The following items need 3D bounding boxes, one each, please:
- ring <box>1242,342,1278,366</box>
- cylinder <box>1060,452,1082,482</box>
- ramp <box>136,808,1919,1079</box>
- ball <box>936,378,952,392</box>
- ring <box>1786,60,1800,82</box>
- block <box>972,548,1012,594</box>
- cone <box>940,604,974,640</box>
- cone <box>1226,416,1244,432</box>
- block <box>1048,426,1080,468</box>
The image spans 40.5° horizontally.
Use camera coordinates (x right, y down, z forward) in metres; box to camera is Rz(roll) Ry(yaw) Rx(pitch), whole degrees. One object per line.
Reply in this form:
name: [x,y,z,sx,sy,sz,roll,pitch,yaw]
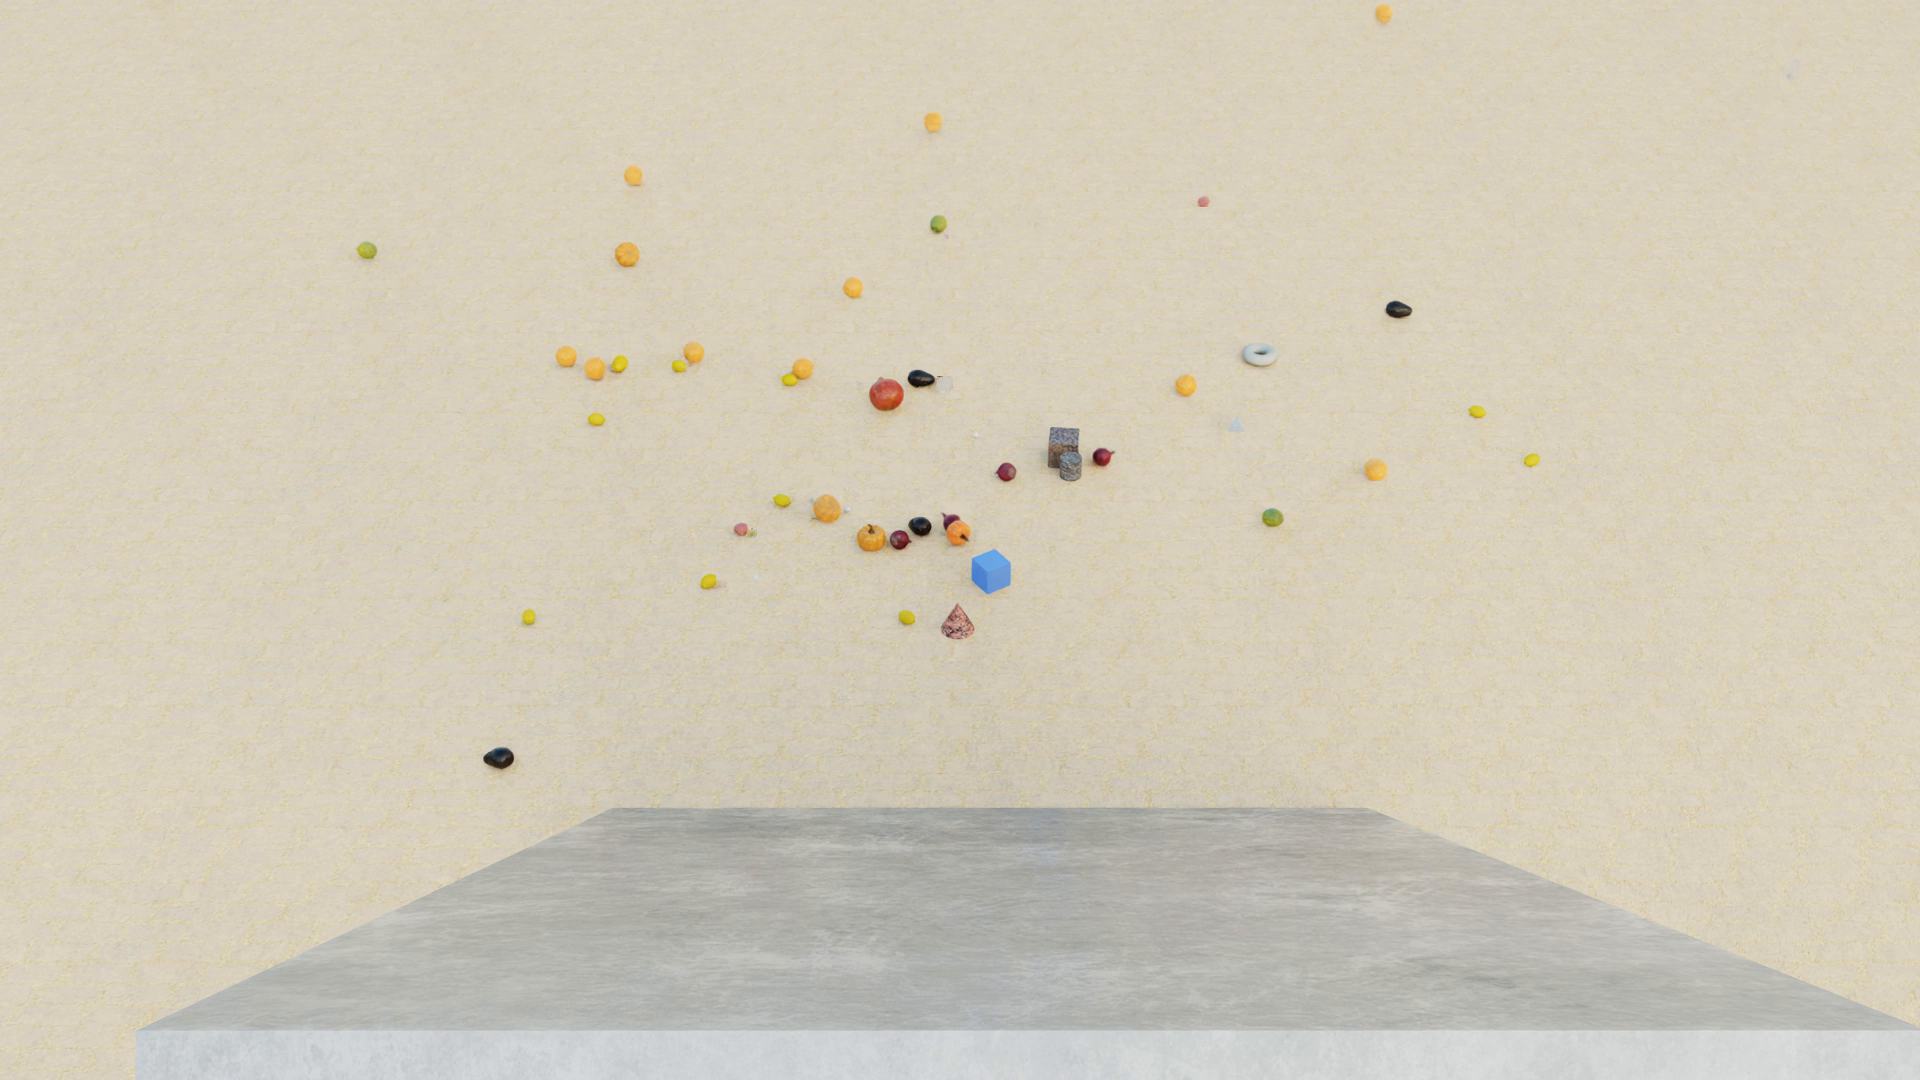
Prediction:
ring: [1.016,-0.629,8.814,0.117,0.039,0.117,1,36,-1]
cylinder: [0.352,-0.234,8.252,0.069,0.069,0.069,0,36,0]
ramp: [0.080,0.679,4.898,2.000,0.100,4.000,0,-2,0]
ball: [-0.055,-0.515,8.649,0.051,0.051,0.051,0,36,0]
ring: [3.356,-1.889,10.483,0.029,0.087,0.087,22,42,32]
block: [0.094,0.095,7.794,0.084,0.084,0.084,-22,42,-27]
cone: [-0.007,0.221,7.610,0.099,0.099,0.099,0,36,0]
cone: [0.889,-0.369,8.472,0.057,0.057,0.057,-32,40,3]
block: [0.332,-0.294,8.313,0.094,0.094,0.094,3,37,4]
